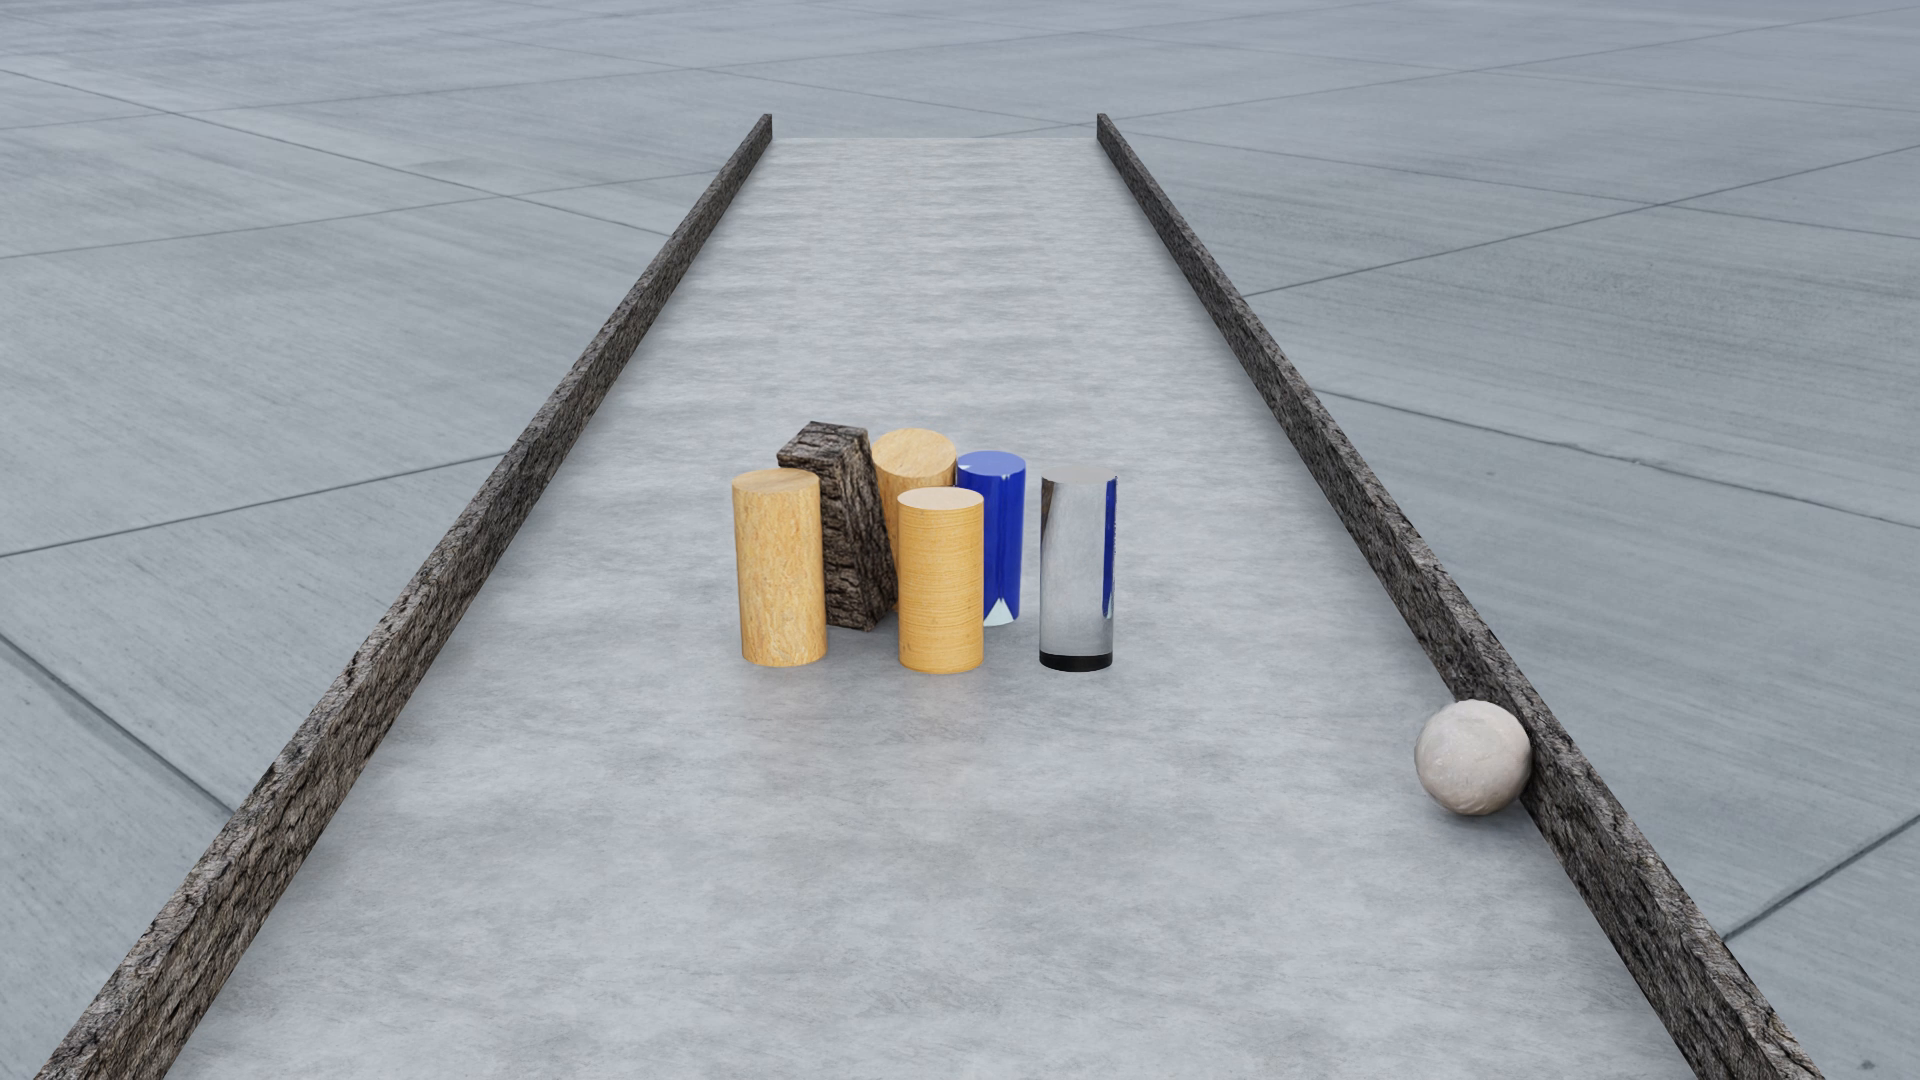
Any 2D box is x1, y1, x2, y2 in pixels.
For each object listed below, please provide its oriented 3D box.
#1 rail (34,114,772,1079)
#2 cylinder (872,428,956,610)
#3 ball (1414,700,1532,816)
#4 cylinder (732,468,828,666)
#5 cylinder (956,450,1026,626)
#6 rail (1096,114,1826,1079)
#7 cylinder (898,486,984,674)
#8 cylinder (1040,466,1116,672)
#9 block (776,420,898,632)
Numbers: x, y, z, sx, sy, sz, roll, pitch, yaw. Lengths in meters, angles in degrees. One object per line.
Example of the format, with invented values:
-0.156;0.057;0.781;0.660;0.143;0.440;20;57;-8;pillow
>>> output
-1.118;-0.838;7.780;0.050;0.150;12.000;0;17;-1;rail
-0.102;-0.040;4.666;0.176;0.358;0.176;2;38;-1;cylinder
0.856;0.363;3.669;0.193;0.193;0.193;0;17;0;ball
-0.360;0.053;4.402;0.173;0.361;0.173;-1;18;0;cylinder
0.060;-0.003;4.616;0.144;0.340;0.144;2;23;-1;cylinder
0.932;-0.844;7.801;0.050;0.150;12.000;0;17;-1;rail
-0.038;0.079;4.372;0.170;0.336;0.170;0;17;0;cylinder
0.233;0.056;4.363;0.148;0.385;0.148;0;17;0;cylinder
-0.248;-0.026;4.549;0.135;0.414;0.135;9;36;29;block
